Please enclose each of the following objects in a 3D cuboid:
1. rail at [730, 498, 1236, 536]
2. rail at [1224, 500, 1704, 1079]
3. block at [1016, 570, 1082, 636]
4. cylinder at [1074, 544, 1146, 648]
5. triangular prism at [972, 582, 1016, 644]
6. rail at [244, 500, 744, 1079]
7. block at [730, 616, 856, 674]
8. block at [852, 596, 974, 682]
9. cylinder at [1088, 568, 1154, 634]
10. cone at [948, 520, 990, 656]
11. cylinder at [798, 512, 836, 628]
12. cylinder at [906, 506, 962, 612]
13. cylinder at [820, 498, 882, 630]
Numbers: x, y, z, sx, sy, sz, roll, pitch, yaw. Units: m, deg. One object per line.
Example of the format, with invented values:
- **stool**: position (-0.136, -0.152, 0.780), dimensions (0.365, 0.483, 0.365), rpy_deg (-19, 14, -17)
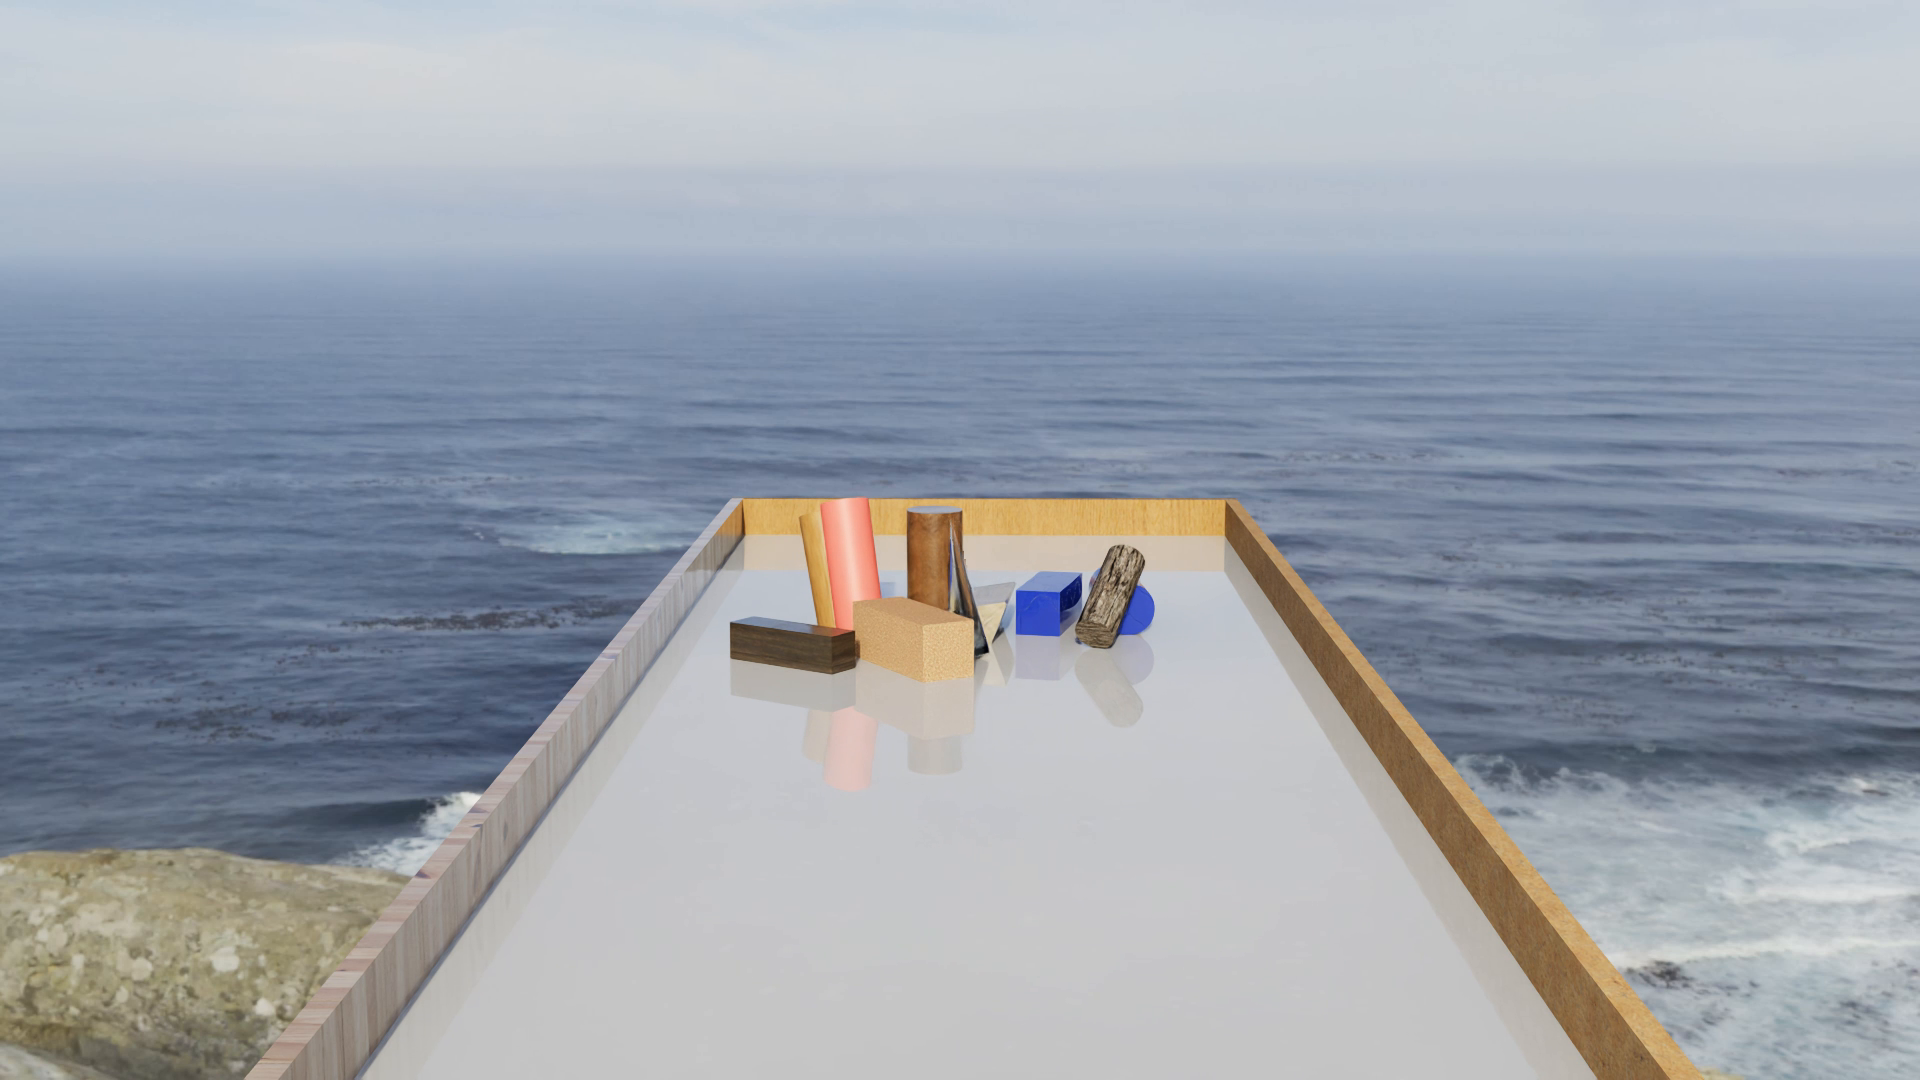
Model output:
- **rail**: position (0.099, -0.098, 9.147), dimensions (2.100, 0.150, 0.050), rpy_deg (0, 9, 1)
- **rail**: position (1.046, 0.843, 3.208), dimensions (0.050, 0.150, 12.000), rpy_deg (0, 9, 1)
- **block**: position (0.295, 0.207, 7.239), dimensions (0.145, 0.145, 0.375), rpy_deg (2, 9, 14)
- **cylinder**: position (0.475, 0.176, 6.939), dimensions (0.126, 0.126, 0.340), rpy_deg (4, 45, 25)
- **triangular prism**: position (0.116, 0.207, 7.095), dimensions (0.125, 0.144, 0.371), rpy_deg (-39, 3, 10)
- **rail**: position (-1.004, 0.839, 3.234), dimensions (0.050, 0.150, 12.000), rpy_deg (0, 9, 1)
- **block**: position (-0.508, 0.317, 6.647), dimensions (0.395, 0.114, 0.114), rpy_deg (6, 11, 34)
- **block**: position (-0.144, 0.295, 6.604), dimensions (0.170, 0.170, 0.440), rpy_deg (-5, 10, -30)
- **cylinder**: position (0.531, 0.193, 7.261), dimensions (0.167, 0.167, 0.391), rpy_deg (-1, 9, -3)
- **cone**: position (-0.003, 0.140, 6.726), dimensions (0.136, 0.424, 0.136), rpy_deg (-7, 7, 1)
- **cylinder**: position (-0.413, 0.107, 7.010), dimensions (0.137, 0.391, 0.137), rpy_deg (-10, -5, -1)
- **cylinder**: position (-0.080, 0.111, 6.974), dimensions (0.178, 0.419, 0.178), rpy_deg (0, 9, 0)
- **cylinder**: position (-0.334, 0.099, 6.885), dimensions (0.154, 0.444, 0.154), rpy_deg (-8, -6, -1)
